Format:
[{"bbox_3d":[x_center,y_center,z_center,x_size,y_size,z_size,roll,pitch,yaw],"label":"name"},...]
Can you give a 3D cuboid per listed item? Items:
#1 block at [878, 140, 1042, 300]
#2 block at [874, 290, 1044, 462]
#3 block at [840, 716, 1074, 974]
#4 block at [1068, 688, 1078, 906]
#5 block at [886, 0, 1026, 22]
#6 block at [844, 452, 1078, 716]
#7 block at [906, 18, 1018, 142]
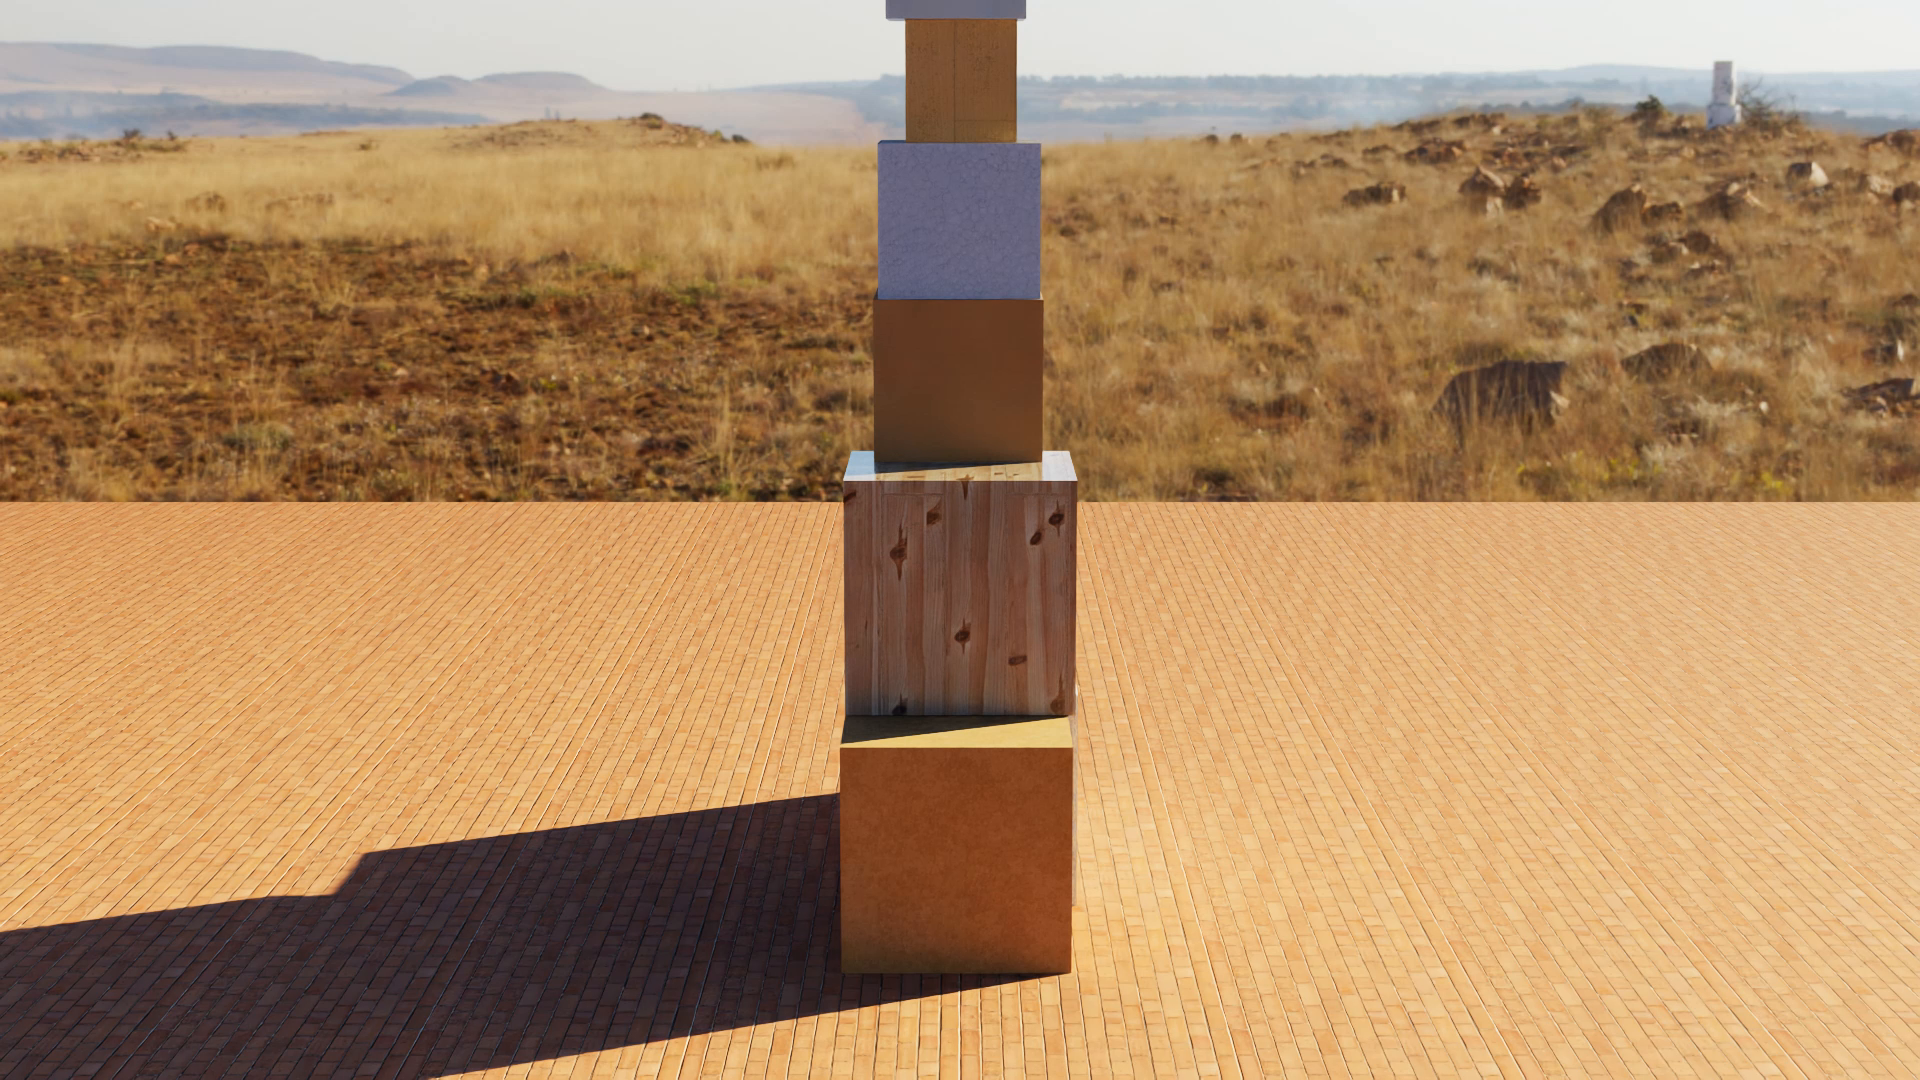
[{"bbox_3d":[-0.003,-1.374,10.932,0.675,0.642,0.621,0,10,0],"label":"block"},{"bbox_3d":[-0.007,-0.723,11.049,0.708,0.681,0.677,0,10,0],"label":"block"},{"bbox_3d":[-0.014,1.186,10.467,0.908,0.921,0.826,0,10,0],"label":"block"},{"bbox_3d":[0.018,1.025,11.341,0.959,0.926,0.930,0,10,0],"label":"block"},{"bbox_3d":[-0.017,-2.421,10.743,0.578,0.477,0.536,0,10,0],"label":"block"},{"bbox_3d":[0.001,0.165,10.775,0.939,0.968,0.821,0,10,0],"label":"block"},{"bbox_3d":[0.005,-1.938,10.830,0.461,0.504,0.455,0,10,0],"label":"block"}]
